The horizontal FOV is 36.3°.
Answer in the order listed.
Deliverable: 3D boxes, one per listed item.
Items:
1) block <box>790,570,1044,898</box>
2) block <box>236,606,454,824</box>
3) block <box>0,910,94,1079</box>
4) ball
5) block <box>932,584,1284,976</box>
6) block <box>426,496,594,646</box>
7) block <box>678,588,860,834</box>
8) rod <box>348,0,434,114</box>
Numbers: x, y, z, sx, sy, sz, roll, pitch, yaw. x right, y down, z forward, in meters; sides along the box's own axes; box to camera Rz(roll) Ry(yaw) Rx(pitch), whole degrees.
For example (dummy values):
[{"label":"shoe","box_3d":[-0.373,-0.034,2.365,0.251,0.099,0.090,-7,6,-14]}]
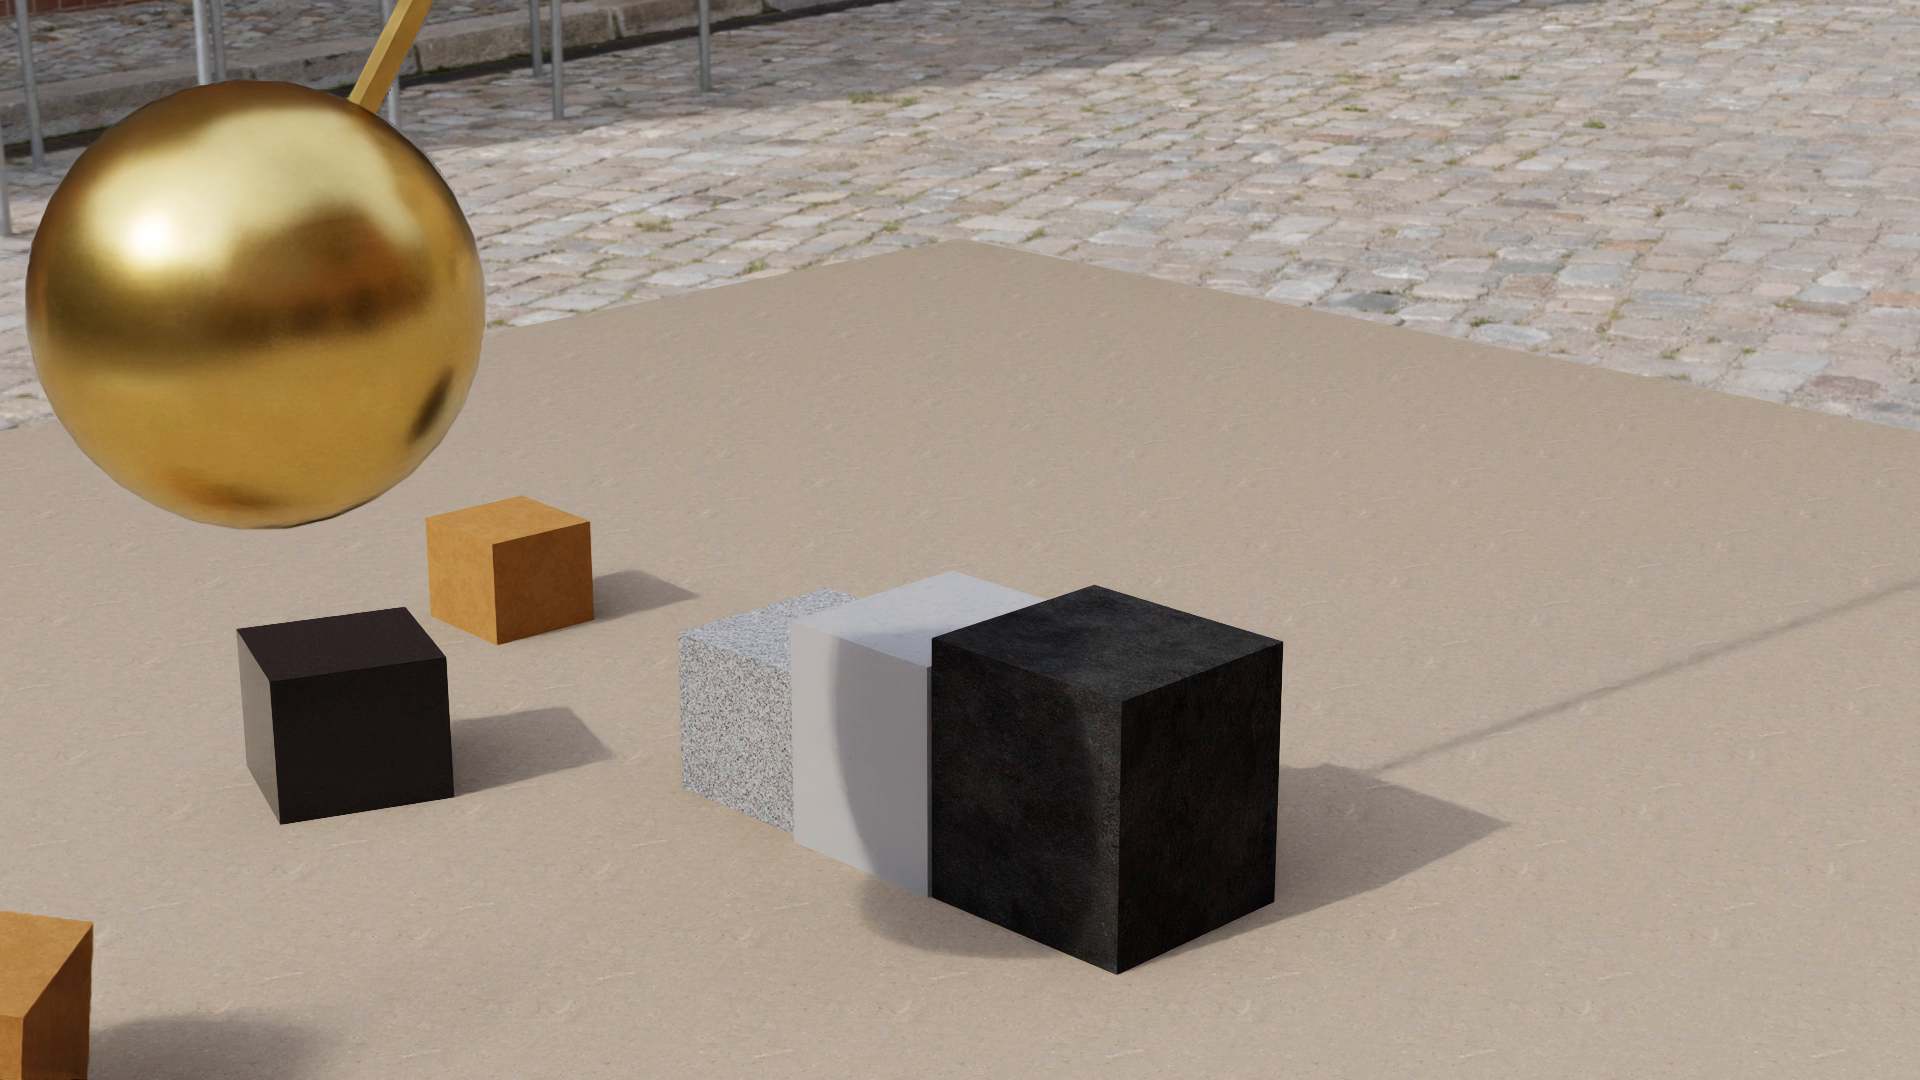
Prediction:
[{"label":"block","box_3d":[-0.091,0.881,13.702,1.054,1.104,0.898,-17,24,-42]},{"label":"block","box_3d":[-3.028,0.849,14.426,0.848,0.729,0.827,-8,19,-23]},{"label":"block","box_3d":[-3.809,1.878,11.005,0.842,0.718,0.807,7,18,0]},{"label":"ball","box_3d":[-2.500,-0.834,10.459,1.600,1.600,1.600,0,17,0]},{"label":"block","box_3d":[0.644,1.028,13.008,1.054,1.239,1.119,-17,24,-42]},{"label":"block","box_3d":[-2.583,0.165,16.830,0.660,0.594,0.688,-15,23,-40]},{"label":"block","box_3d":[-0.709,0.825,14.368,0.982,0.811,0.879,-17,24,-42]},{"label":"rod","box_3d":[-1.083,-3.880,10.987,0.080,5.200,0.080,17,-12,42]}]
